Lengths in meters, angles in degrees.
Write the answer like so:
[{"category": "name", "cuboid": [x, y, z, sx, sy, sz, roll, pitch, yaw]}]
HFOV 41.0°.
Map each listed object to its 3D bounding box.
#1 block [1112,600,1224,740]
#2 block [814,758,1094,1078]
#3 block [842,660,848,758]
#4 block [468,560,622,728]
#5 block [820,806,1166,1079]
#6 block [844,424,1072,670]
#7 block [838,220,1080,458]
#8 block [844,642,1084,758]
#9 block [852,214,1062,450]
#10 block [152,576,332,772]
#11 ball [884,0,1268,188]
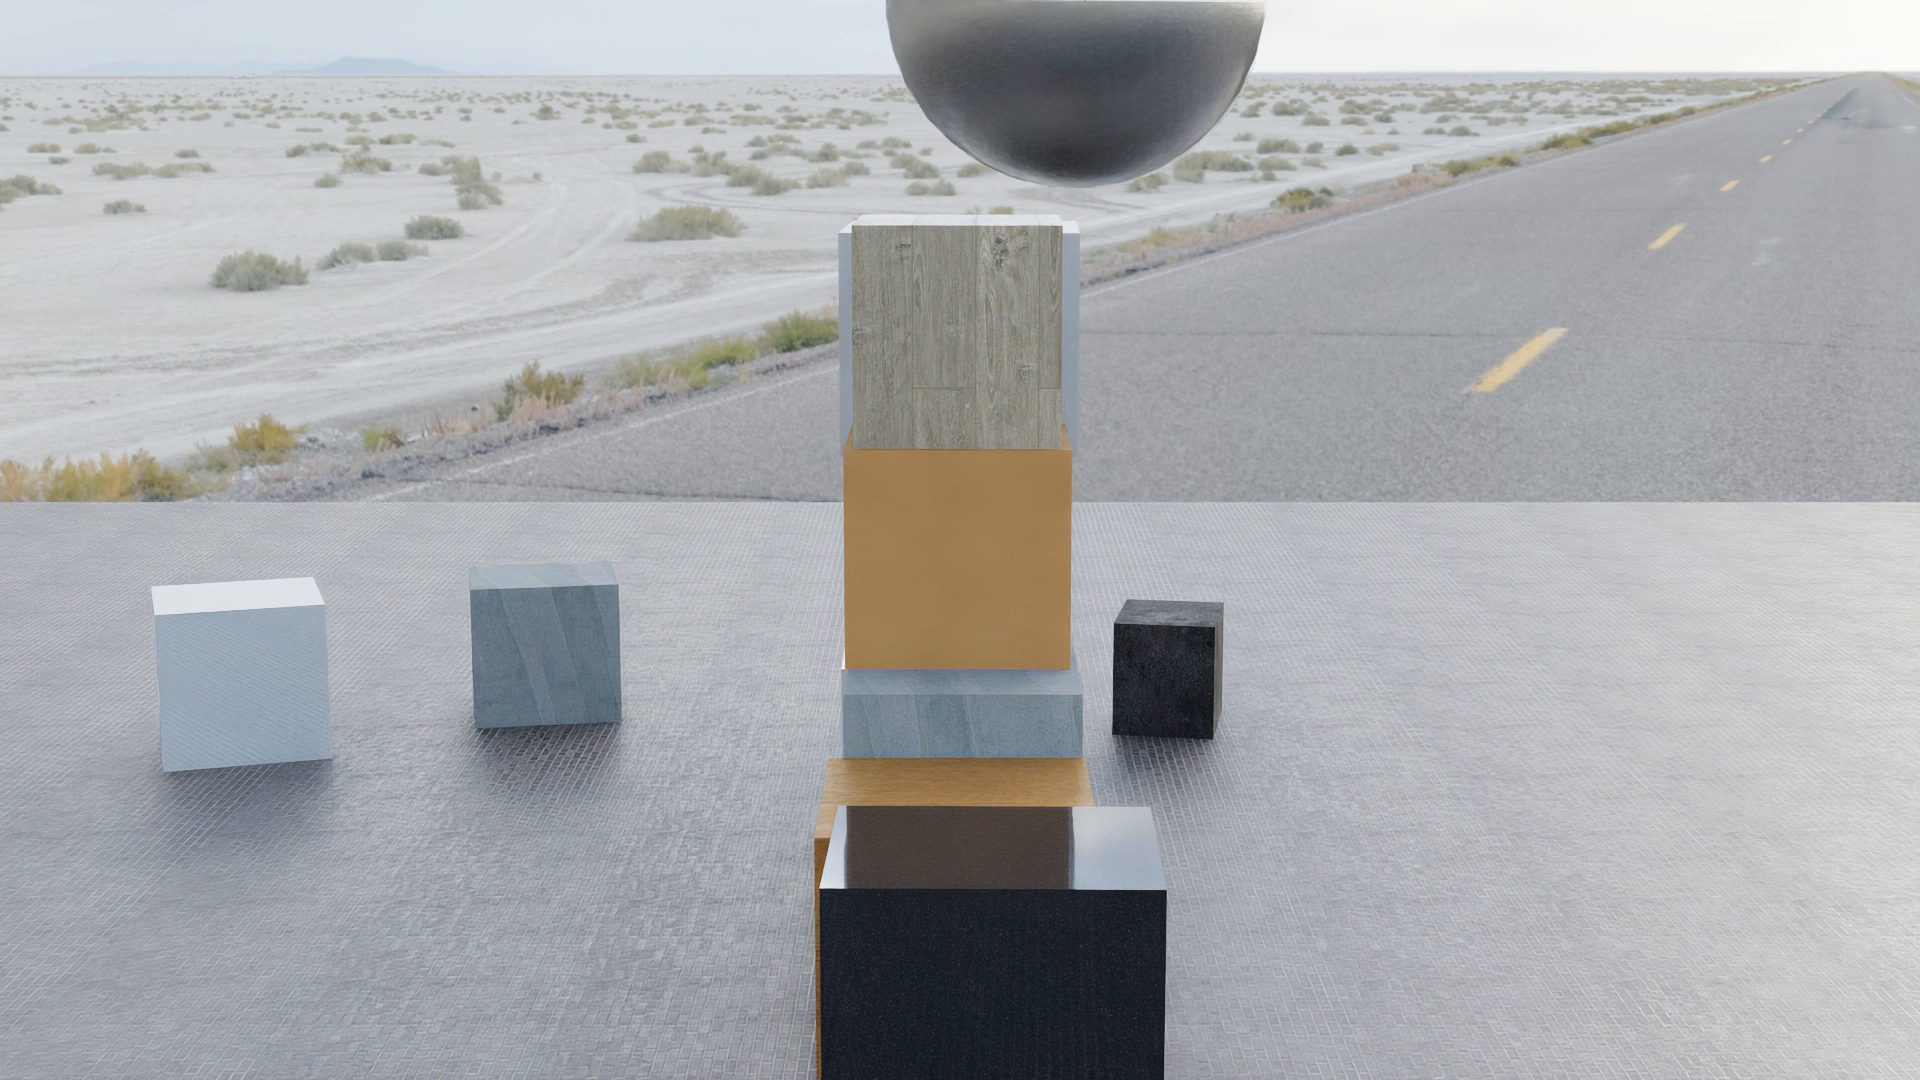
[{"category": "block", "cuboid": [1.142, 0.697, 14.018, 0.541, 0.613, 0.652, 2, 10, 10]}, {"category": "block", "cuboid": [-0.011, 1.376, 9.527, 0.997, 0.883, 1.059, 0, 10, 0]}, {"category": "block", "cuboid": [-0.007, 0.964, 11.427, 0.996, 1.015, 0.935, 0, 10, 0]}, {"category": "block", "cuboid": [-2.314, 0.570, 14.282, 0.793, 0.768, 0.704, -2, 11, -11]}, {"category": "block", "cuboid": [0.110, 1.497, 8.532, 1.082, 1.001, 0.918, 0, 10, 1]}, {"category": "block", "cuboid": [-0.007, 0.013, 10.656, 0.909, 0.894, 0.778, 0, 10, 0]}, {"category": "block", "cuboid": [0.008, -0.909, 11.391, 1.023, 0.960, 0.920, 0, 10, 2]}, {"category": "block", "cuboid": [0.013, 1.074, 10.492, 0.928, 1.134, 0.928, 0, 10, 0]}, {"category": "block", "cuboid": [-0.004, -0.868, 10.527, 0.830, 0.886, 0.771, 0, 10, 1]}, {"category": "block", "cuboid": [-3.781, 0.691, 13.483, 0.838, 0.817, 0.773, -3, 11, -18]}, {"category": "ball", "cuboid": [0.484, -2.282, 10.765, 1.600, 1.600, 1.600, 0, 10, 0]}]
